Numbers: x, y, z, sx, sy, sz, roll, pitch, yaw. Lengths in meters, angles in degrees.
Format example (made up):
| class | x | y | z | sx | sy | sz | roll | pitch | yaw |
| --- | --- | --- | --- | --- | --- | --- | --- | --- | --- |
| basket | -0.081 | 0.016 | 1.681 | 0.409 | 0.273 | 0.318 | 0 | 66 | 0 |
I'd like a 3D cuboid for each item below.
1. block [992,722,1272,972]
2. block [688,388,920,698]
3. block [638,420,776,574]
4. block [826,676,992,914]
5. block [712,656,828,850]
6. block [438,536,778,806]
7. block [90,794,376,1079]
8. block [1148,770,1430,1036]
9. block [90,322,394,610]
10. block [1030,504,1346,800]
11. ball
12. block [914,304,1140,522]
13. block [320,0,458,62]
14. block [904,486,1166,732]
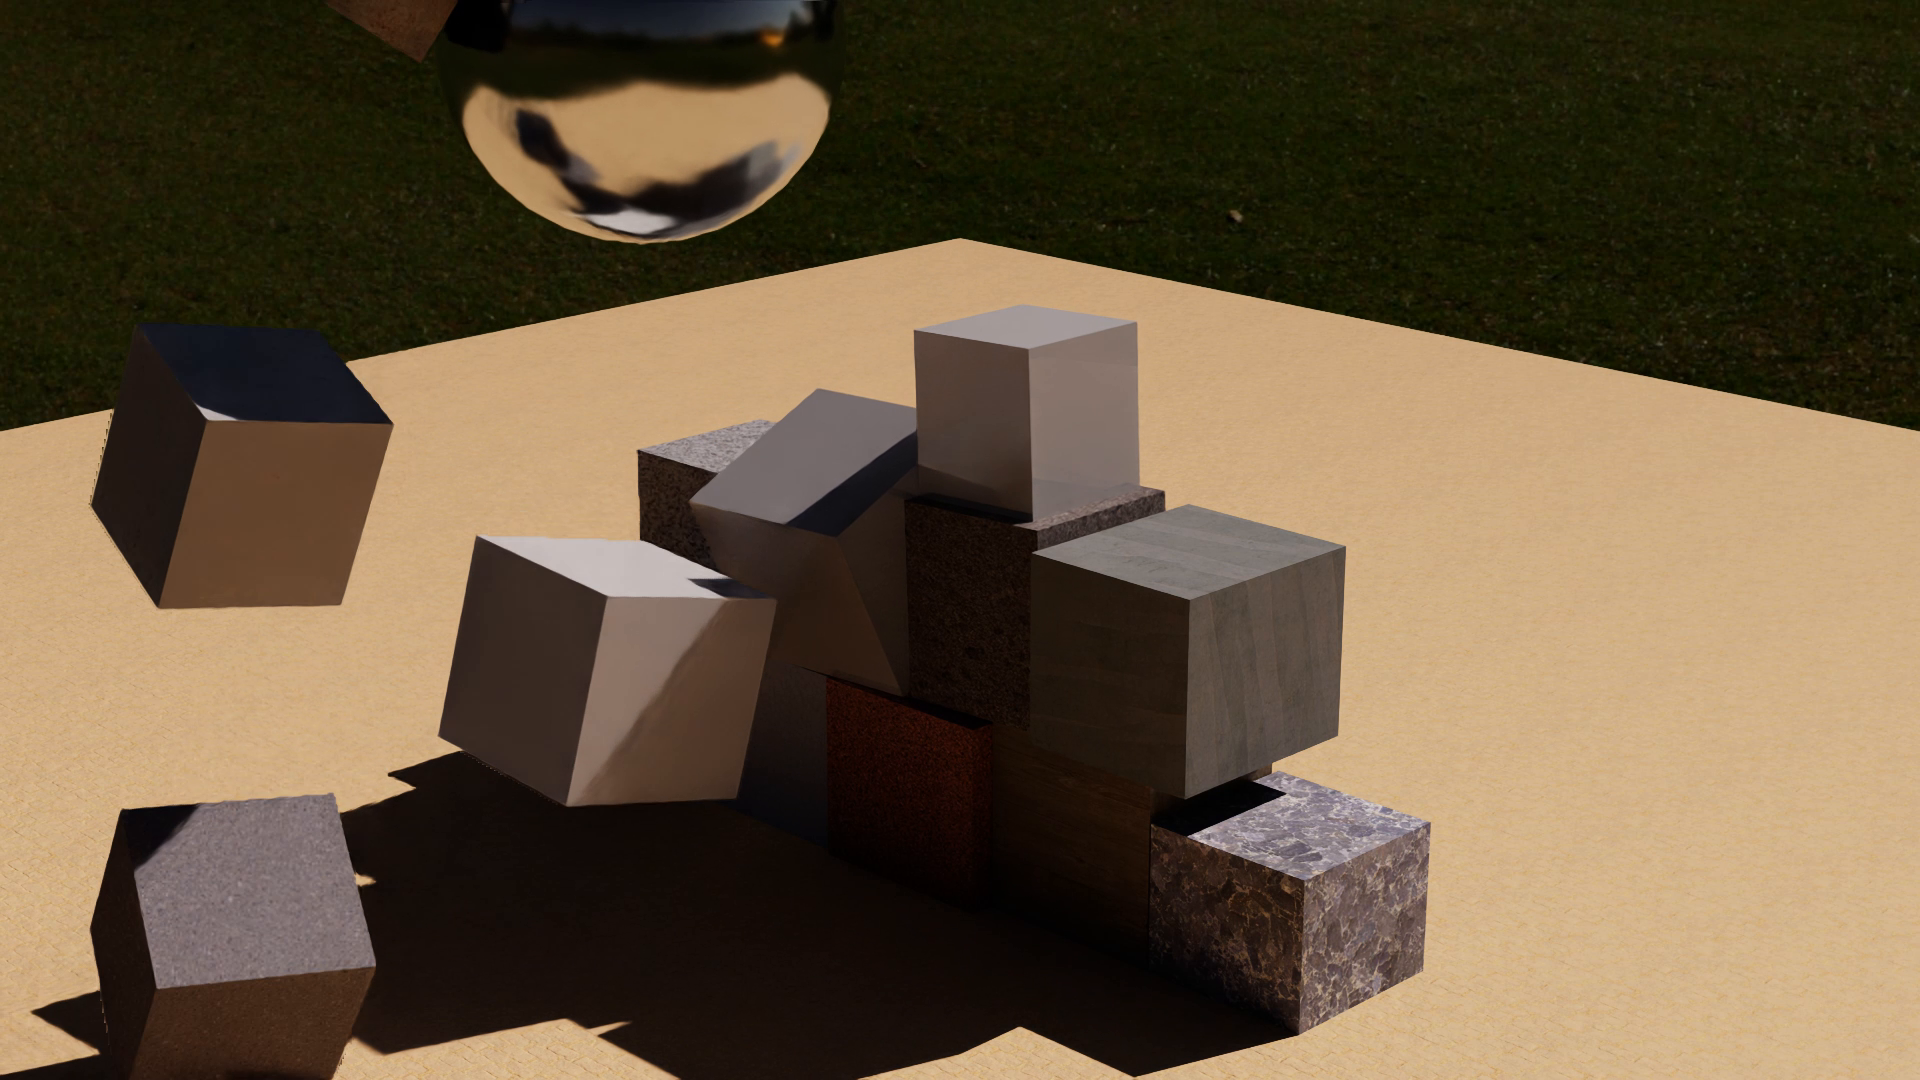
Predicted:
| class | x | y | z | sx | sy | sz | roll | pitch | yaw |
| --- | --- | --- | --- | --- | --- | --- | --- | --- | --- |
| block | 0.755 | 1.225 | 12.939 | 0.807 | 0.904 | 0.920 | -17 | 24 | -42 |
| block | -0.461 | -0.005 | 13.440 | 0.978 | 0.905 | 0.905 | 14 | 46 | 43 |
| block | -0.957 | -0.055 | 14.330 | 0.924 | 0.783 | 0.804 | 16 | 24 | 42 |
| block | 0.077 | 1.041 | 13.570 | 0.943 | 0.878 | 1.011 | 17 | 24 | 42 |
| block | -0.608 | 0.839 | 14.237 | 0.953 | 0.863 | 0.997 | -17 | 24 | -42 |
| block | -1.516 | 0.549 | 12.605 | 0.935 | 0.900 | 0.924 | 2 | 14 | -46 |
| block | -2.817 | 1.569 | 11.305 | 0.817 | 0.836 | 0.788 | -2 | 52 | -28 |
| block | 1.388 | 1.513 | 12.389 | 0.843 | 0.684 | 0.818 | -17 | 24 | -42 |
| block | -2.676 | -0.277 | 10.896 | 0.729 | 0.791 | 0.712 | 0 | 32 | -39 |
| block | 0.964 | 0.449 | 12.467 | 1.010 | 0.859 | 0.875 | -17 | 24 | -42 |
| ball | -1.242 | -1.957 | 11.425 | 1.600 | 1.600 | 1.600 | 0 | 17 | 0 |
| block | 0.297 | -0.571 | 12.863 | 0.680 | 0.752 | 0.700 | 13 | 21 | 42 |
| block | -2.154 | -2.149 | 10.824 | 0.524 | 0.478 | 0.597 | 30 | 4 | -29 |
| block | 0.343 | 0.246 | 13.035 | 0.802 | 0.915 | 0.831 | 13 | 22 | 43 |
